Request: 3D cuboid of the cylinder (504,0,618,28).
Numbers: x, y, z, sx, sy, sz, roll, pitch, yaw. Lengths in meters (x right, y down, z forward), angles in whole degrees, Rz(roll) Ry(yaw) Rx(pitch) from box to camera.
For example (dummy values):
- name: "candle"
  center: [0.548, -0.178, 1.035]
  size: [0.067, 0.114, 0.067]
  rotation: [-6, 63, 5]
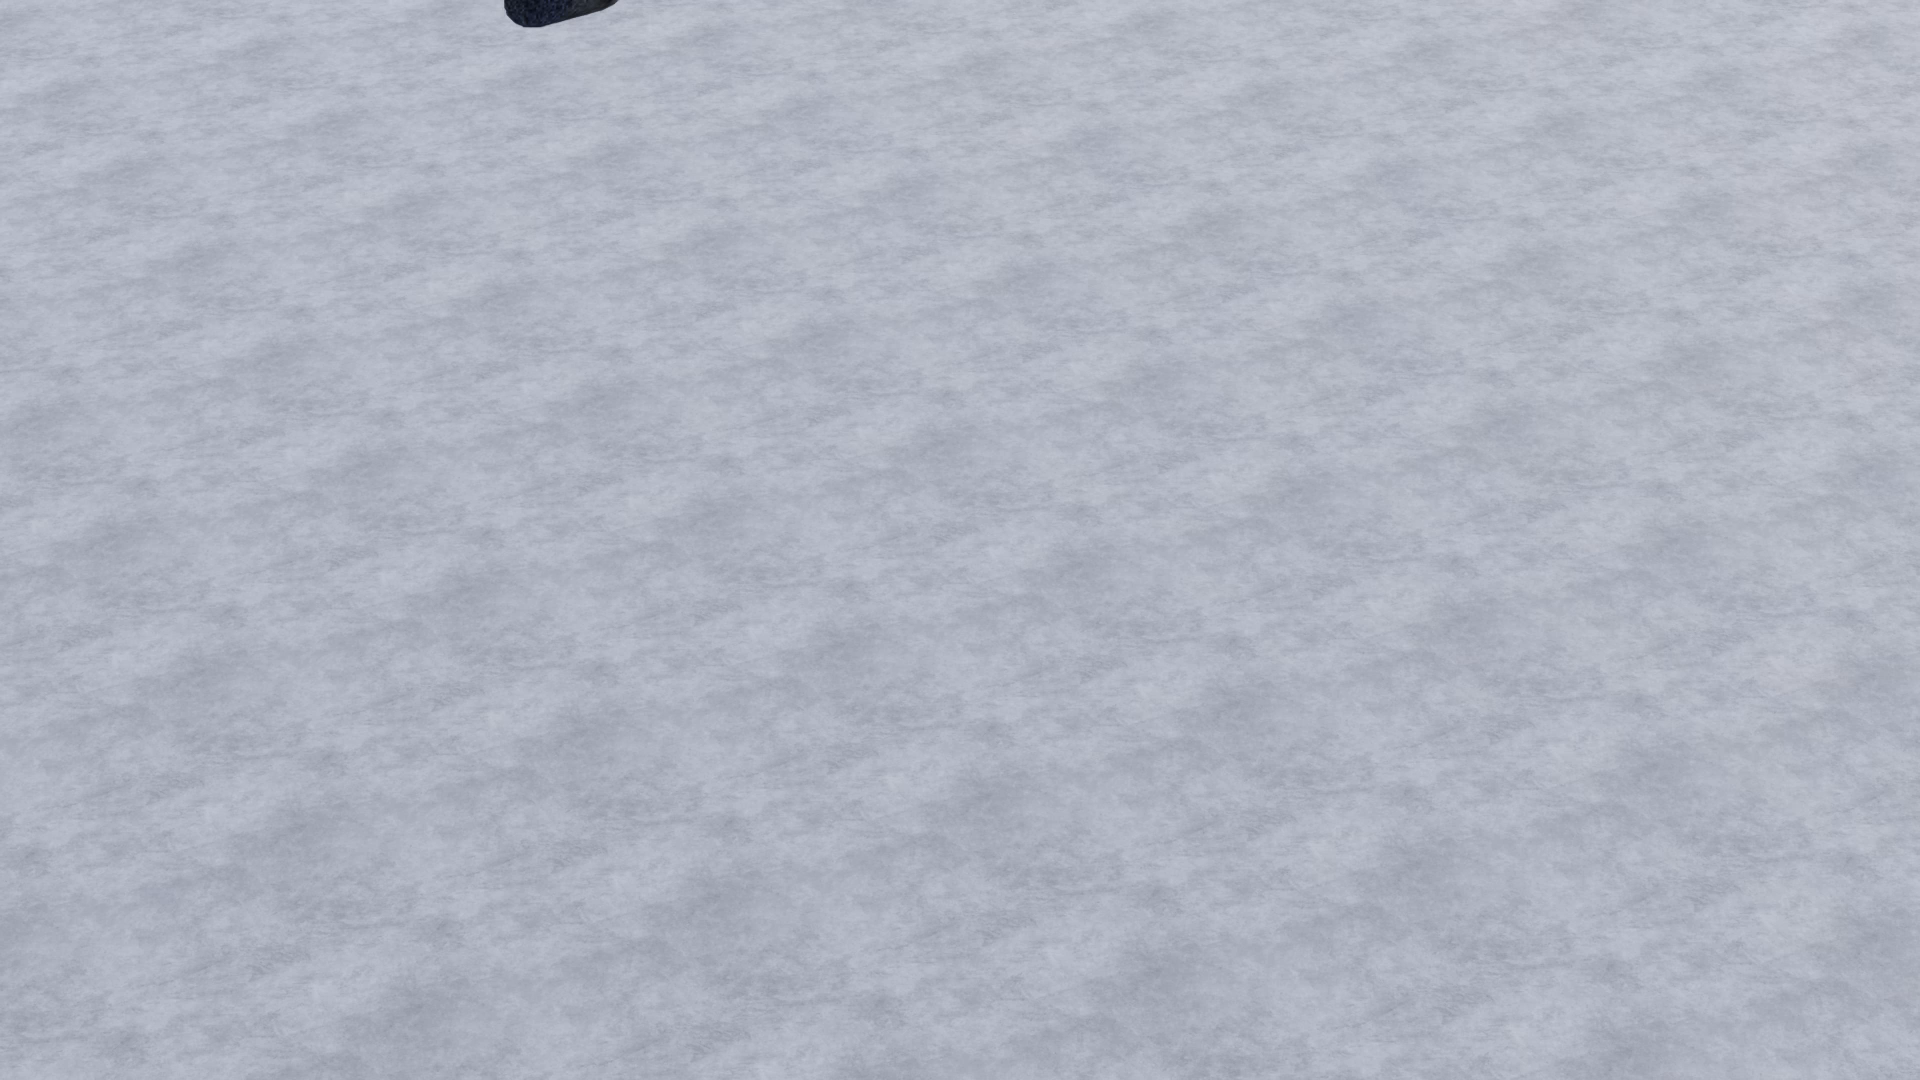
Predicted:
- name: "cylinder"
  center: [-1.316, -1.846, 9.843]
  size: [0.320, 0.186, 0.304]
  rotation: [-14, 10, 35]
